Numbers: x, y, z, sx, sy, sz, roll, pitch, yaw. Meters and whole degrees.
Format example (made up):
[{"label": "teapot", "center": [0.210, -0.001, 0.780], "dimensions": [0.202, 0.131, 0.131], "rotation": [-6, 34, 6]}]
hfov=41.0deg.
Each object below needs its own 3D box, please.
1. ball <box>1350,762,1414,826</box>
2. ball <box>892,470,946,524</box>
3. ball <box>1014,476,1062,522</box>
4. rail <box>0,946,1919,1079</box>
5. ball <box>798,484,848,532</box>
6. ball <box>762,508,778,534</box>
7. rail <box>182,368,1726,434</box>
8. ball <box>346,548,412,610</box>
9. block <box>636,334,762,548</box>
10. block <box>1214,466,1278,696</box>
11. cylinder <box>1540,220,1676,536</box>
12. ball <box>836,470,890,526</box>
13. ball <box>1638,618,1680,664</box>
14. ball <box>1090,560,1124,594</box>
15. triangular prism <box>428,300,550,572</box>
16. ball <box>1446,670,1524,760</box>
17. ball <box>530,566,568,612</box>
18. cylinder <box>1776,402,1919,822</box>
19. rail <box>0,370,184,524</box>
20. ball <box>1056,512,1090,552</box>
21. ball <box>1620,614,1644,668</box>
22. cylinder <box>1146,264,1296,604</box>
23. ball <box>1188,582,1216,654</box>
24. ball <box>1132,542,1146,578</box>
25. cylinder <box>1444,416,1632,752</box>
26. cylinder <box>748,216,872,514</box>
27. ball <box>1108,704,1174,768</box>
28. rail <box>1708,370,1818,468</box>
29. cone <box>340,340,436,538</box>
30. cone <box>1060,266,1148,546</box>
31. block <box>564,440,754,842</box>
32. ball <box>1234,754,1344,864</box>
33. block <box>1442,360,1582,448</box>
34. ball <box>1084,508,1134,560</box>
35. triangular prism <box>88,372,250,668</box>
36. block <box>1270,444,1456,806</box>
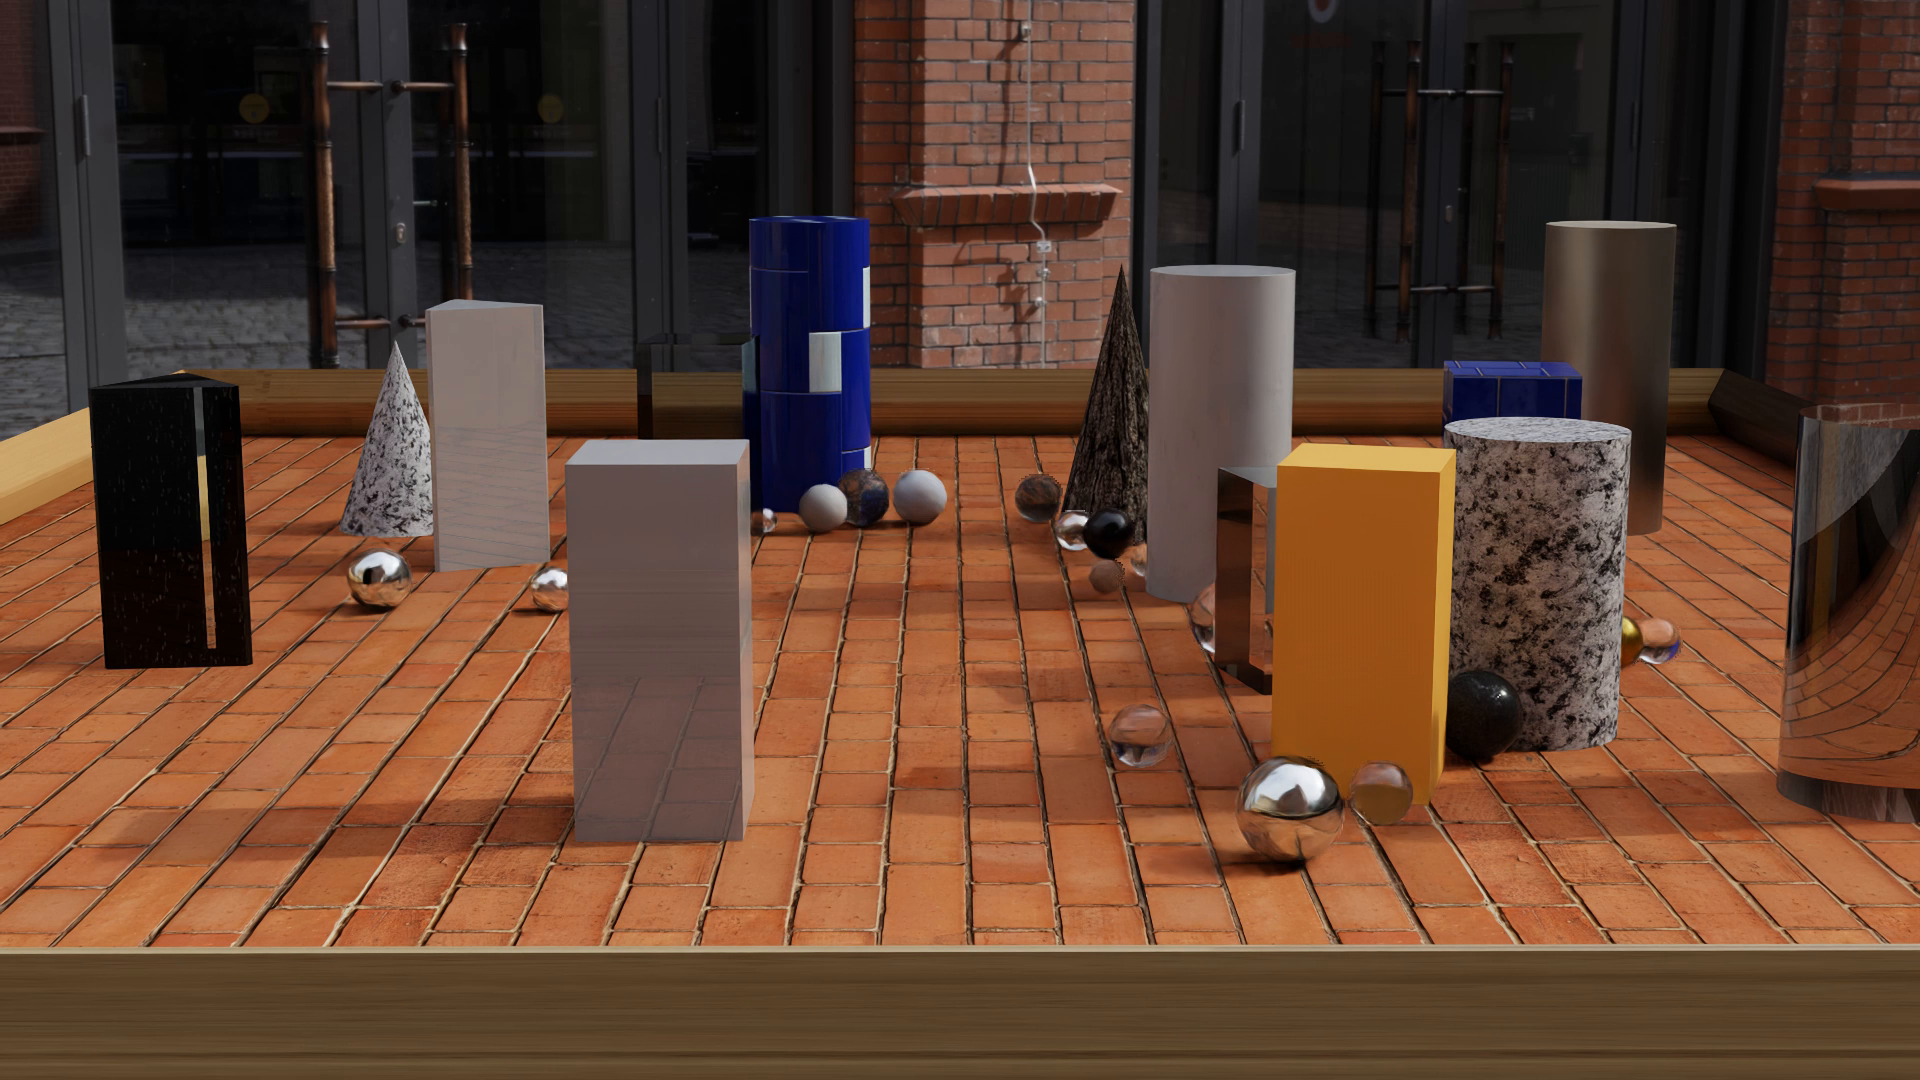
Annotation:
[{"label": "ball", "center": [0.409, 0.246, 2.491], "dimensions": [0.062, 0.062, 0.062], "rotation": [0, 10, 0]}, {"label": "ball", "center": [-0.065, -0.069, 4.122], "dimensions": [0.088, 0.088, 0.088], "rotation": [0, 10, 0]}, {"label": "ball", "center": [0.127, -0.066, 4.139], "dimensions": [0.076, 0.076, 0.076], "rotation": [0, 10, 0]}, {"label": "rail", "center": [0.010, 0.339, 1.794], "dimensions": [3.077, 0.129, 0.045], "rotation": [0, 10, 0]}, {"label": "ball", "center": [-0.215, -0.050, 4.049], "dimensions": [0.078, 0.078, 0.078], "rotation": [0, 10, 0]}, {"label": "ball", "center": [-0.309, -0.031, 4.044], "dimensions": [0.041, 0.041, 0.041], "rotation": [0, 10, 0]}, {"label": "rail", "center": [-0.010, -0.273, 5.103], "dimensions": [3.077, 0.129, 0.045], "rotation": [0, 10, 0]}, {"label": "ball", "center": [-0.785, 0.053, 3.469], "dimensions": [0.085, 0.085, 0.085], "rotation": [0, 10, 0]}, {"label": "block", "center": [-0.397, -0.150, 3.927], "dimensions": [0.159, 0.317, 0.159], "rotation": [1, 11, 5]}, {"label": "block", "center": [0.411, 0.043, 3.080], "dimensions": [0.159, 0.246, 0.159], "rotation": [-3, 11, -15]}, {"label": "cylinder", "center": [1.023, -0.260, 4.076], "dimensions": [0.199, 0.480, 0.199], "rotation": [0, 10, 0]}, {"label": "ball", "center": [-0.156, -0.067, 4.111], "dimensions": [0.089, 0.089, 0.089], "rotation": [0, 10, 0]}, {"label": "ball", "center": [0.859, 0.124, 3.163], "dimensions": [0.057, 0.057, 0.057], "rotation": [0, 10, 0]}, {"label": "ball", "center": [0.205, 0.052, 3.582], "dimensions": [0.047, 0.047, 0.047], "rotation": [0, 10, 0]}, {"label": "triangular prism", "center": [-0.720, -0.160, 3.808], "dimensions": [0.173, 0.382, 0.150], "rotation": [-5, 12, -27]}, {"label": "ball", "center": [0.551, 0.185, 2.727], "dimensions": [0.095, 0.095, 0.095], "rotation": [0, 10, 0]}, {"label": "ball", "center": [-0.549, 0.067, 3.457], "dimensions": [0.062, 0.062, 0.062], "rotation": [0, 10, 0]}, {"label": "cylinder", "center": [0.931, 0.068, 2.563], "dimensions": [0.199, 0.386, 0.199], "rotation": [0, 10, 0]}, {"label": "rail", "center": [-1.515, 0.035, 3.440], "dimensions": [0.045, 0.129, 3.412], "rotation": [0, 10, 0]}, {"label": "ball", "center": [0.175, -0.013, 3.896], "dimensions": [0.061, 0.061, 0.061], "rotation": [0, 10, 0]}, {"label": "ball", "center": [0.800, 0.124, 3.135], "dimensions": [0.068, 0.068, 0.068], "rotation": [0, 10, 0]}, {"label": "cylinder", "center": [0.361, -0.150, 3.565], "dimensions": [0.199, 0.449, 0.199], "rotation": [0, 10, 0]}, {"label": "ball", "center": [0.333, 0.098, 3.204], "dimensions": [0.094, 0.094, 0.094], "rotation": [0, 10, 0]}, {"label": "ball", "center": [0.273, 0.029, 3.691], "dimensions": [0.052, 0.052, 0.052], "rotation": [0, 10, 0]}, {"label": "cylinder", "center": [0.630, 0.044, 2.827], "dimensions": [0.199, 0.336, 0.199], "rotation": [0, 10, 0]}, {"label": "cylinder", "center": [-0.249, -0.296, 4.281], "dimensions": [0.199, 0.476, 0.199], "rotation": [0, 10, 0]}, {"label": "ball", "center": [0.190, 0.205, 2.695], "dimensions": [0.068, 0.068, 0.068], "rotation": [0, 10, 0]}, {"label": "rail", "center": [1.515, 0.032, 3.457], "dimensions": [0.045, 0.129, 3.412], "rotation": [0, 10, 0]}, {"label": "cone", "center": [-0.893, -0.170, 4.083], "dimensions": [0.199, 0.301, 0.199], "rotation": [0, 10, 0]}, {"label": "cone", "center": [0.250, -0.218, 3.997], "dimensions": [0.199, 0.427, 0.199], "rotation": [0, 10, 0]}, {"label": "block", "center": [-0.287, 0.094, 2.486], "dimensions": [0.159, 0.363, 0.159], "rotation": [0, 10, -1]}, {"label": "ball", "center": [0.304, 0.249, 2.371], "dimensions": [0.100, 0.100, 0.100], "rotation": [0, 10, 0]}, {"label": "block", "center": [0.711, -0.053, 3.340], "dimensions": [0.159, 0.342, 0.159], "rotation": [1, 11, 6]}, {"label": "ball", "center": [0.222, -0.009, 3.831], "dimensions": [0.075, 0.075, 0.075], "rotation": [0, 10, 0]}, {"label": "triangular prism", "center": [-0.968, -0.027, 3.190], "dimensions": [0.173, 0.345, 0.150], "rotation": [-1, 11, -7]}, {"label": "block", "center": [0.413, 0.082, 2.625], "dimensions": [0.159, 0.336, 0.159], "rotation": [3, 11, 16]}]
